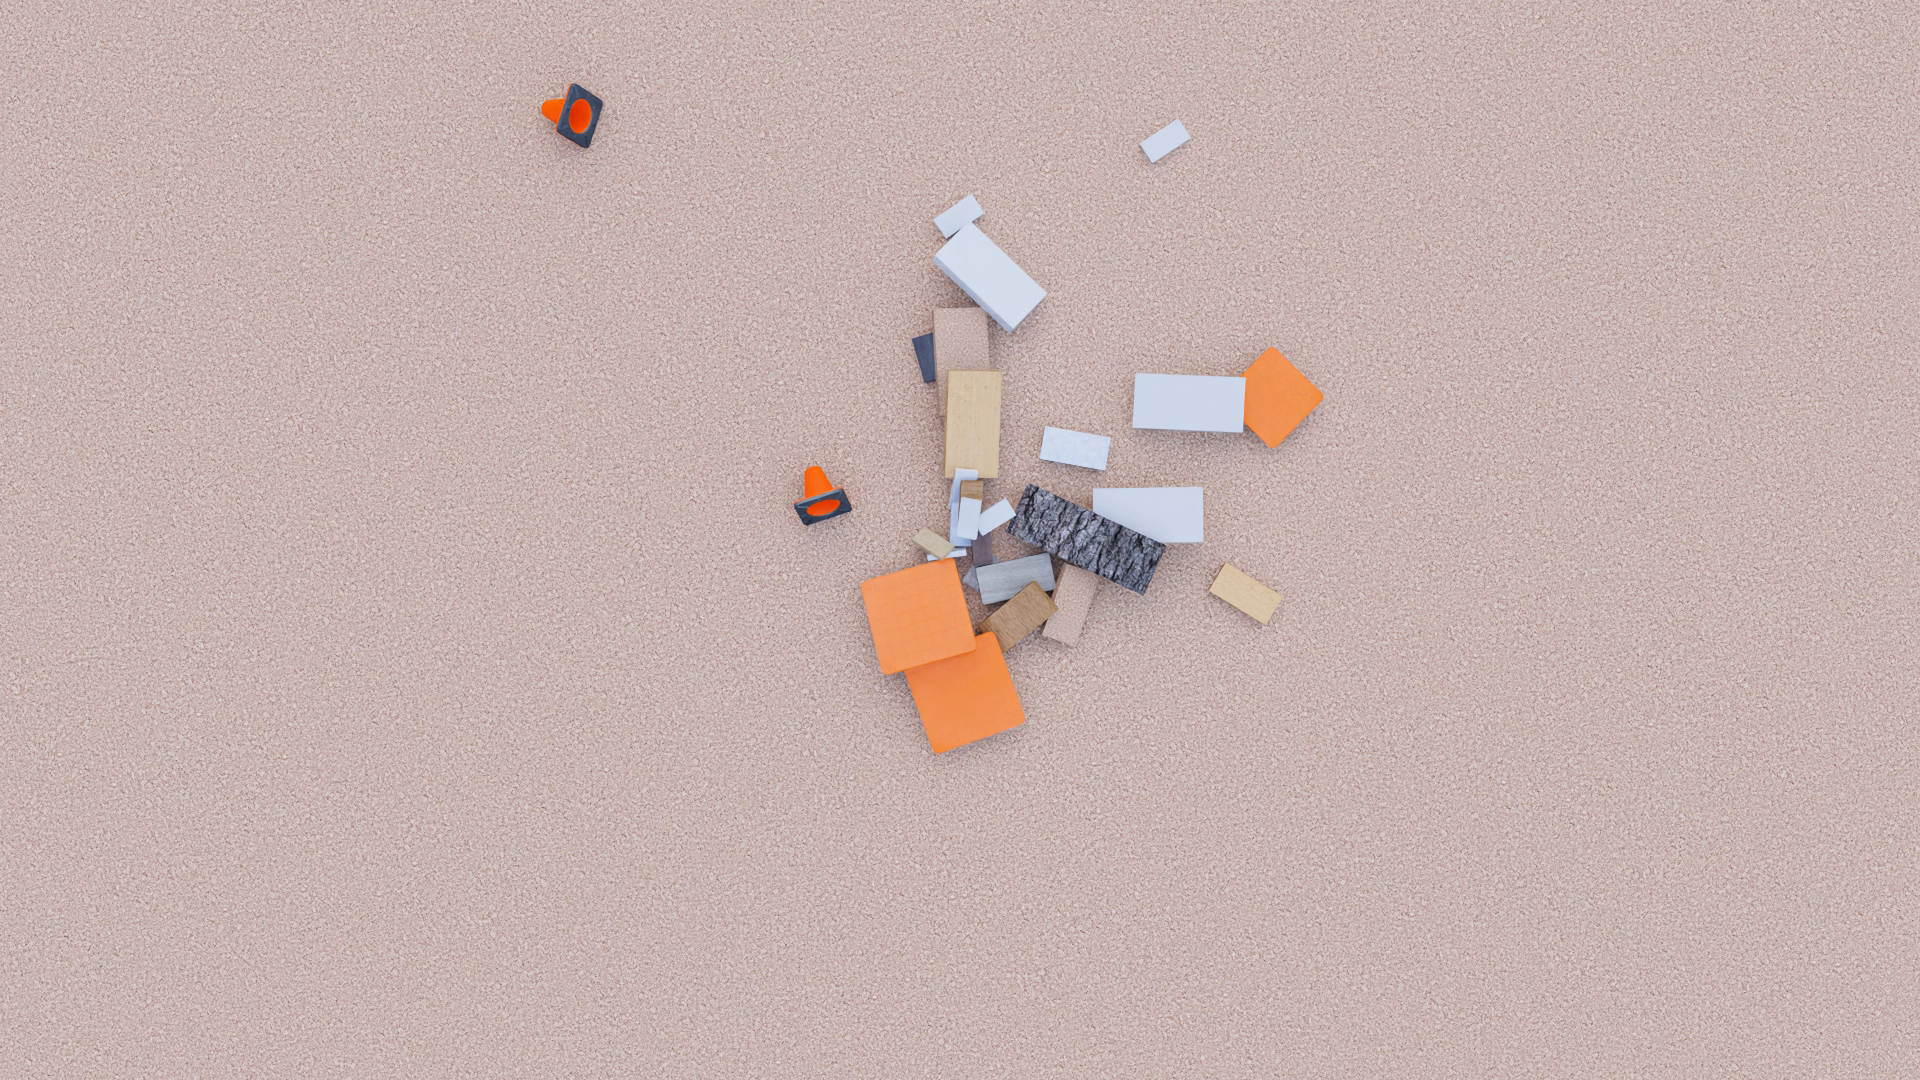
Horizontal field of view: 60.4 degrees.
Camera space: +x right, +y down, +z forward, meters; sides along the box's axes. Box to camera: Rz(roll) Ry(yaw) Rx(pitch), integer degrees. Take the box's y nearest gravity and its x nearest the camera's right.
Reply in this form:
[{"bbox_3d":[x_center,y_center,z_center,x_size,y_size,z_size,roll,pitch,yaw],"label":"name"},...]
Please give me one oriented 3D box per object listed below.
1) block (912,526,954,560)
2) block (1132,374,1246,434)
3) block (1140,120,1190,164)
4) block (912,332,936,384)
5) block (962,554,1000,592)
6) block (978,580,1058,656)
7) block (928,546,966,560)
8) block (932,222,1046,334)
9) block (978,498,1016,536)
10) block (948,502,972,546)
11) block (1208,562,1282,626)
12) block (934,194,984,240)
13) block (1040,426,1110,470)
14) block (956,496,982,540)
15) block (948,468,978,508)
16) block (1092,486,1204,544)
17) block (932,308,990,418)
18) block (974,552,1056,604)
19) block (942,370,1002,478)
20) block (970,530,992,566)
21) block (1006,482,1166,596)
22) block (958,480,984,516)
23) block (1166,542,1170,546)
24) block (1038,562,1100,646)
[{"bbox_3d":[-0.089,0.013,5.449,0.131,0.018,0.065,32,62,27],"label":"block"},{"bbox_3d":[0.756,-0.452,5.450,0.359,0.051,0.180,3,90,8],"label":"block"},{"bbox_3d":[0.682,-1.327,5.489,0.152,0.022,0.076,-34,90,0],"label":"block"},{"bbox_3d":[-0.103,-0.607,5.489,0.076,0.022,0.152,-16,90,0],"label":"block"},{"bbox_3d":[0.070,0.100,5.491,0.064,0.018,0.129,36,90,0],"label":"block"},{"bbox_3d":[0.190,0.256,5.440,0.249,0.035,0.125,-40,90,20],"label":"block"},{"bbox_3d":[-0.044,0.044,5.467,0.129,0.064,0.018,-8,103,0],"label":"block"},{"bbox_3d":[0.098,-0.869,5.450,0.352,0.050,0.176,43,72,0],"label":"block"},{"bbox_3d":[0.112,-0.077,5.432,0.131,0.018,0.065,-32,105,2],"label":"block"},{"bbox_3d":[0.004,-0.052,5.467,0.073,0.021,0.146,1,104,-10],"label":"block"},{"bbox_3d":[0.948,0.178,5.484,0.221,0.031,0.110,31,90,0],"label":"block"},{"bbox_3d":[-0.004,-1.076,5.489,0.152,0.022,0.076,-34,90,0],"label":"block"},{"bbox_3d":[0.382,-0.304,5.484,0.221,0.031,0.110,10,90,0],"label":"block"},{"bbox_3d":[0.030,-0.071,5.409,0.065,0.018,0.131,11,106,14],"label":"block"},{"bbox_3d":[0.010,-0.167,5.445,0.073,0.021,0.146,4,123,-12],"label":"block"},{"bbox_3d":[0.620,-0.080,5.435,0.359,0.051,0.180,-1,87,11],"label":"block"},{"bbox_3d":[0.007,-0.589,5.462,0.176,0.050,0.352,-4,90,-9],"label":"block"},{"bbox_3d":[0.184,0.126,5.471,0.249,0.035,0.125,-12,94,-3],"label":"block"},{"bbox_3d":[0.040,-0.382,5.422,0.176,0.050,0.352,0,103,-10],"label":"block"},{"bbox_3d":[0.071,0.017,5.463,0.064,0.018,0.129,-5,95,-6],"label":"block"},{"bbox_3d":[0.413,-0.004,5.422,0.497,0.051,0.180,25,92,12],"label":"block"},{"bbox_3d":[0.035,-0.123,5.429,0.073,0.021,0.146,1,107,-10],"label":"block"},{"bbox_3d":[0.650,-0.022,5.484,0.110,0.031,0.221,33,90,0],"label":"block"},{"bbox_3d":[0.363,0.213,5.464,0.125,0.035,0.249,19,90,-17],"label":"block"}]
